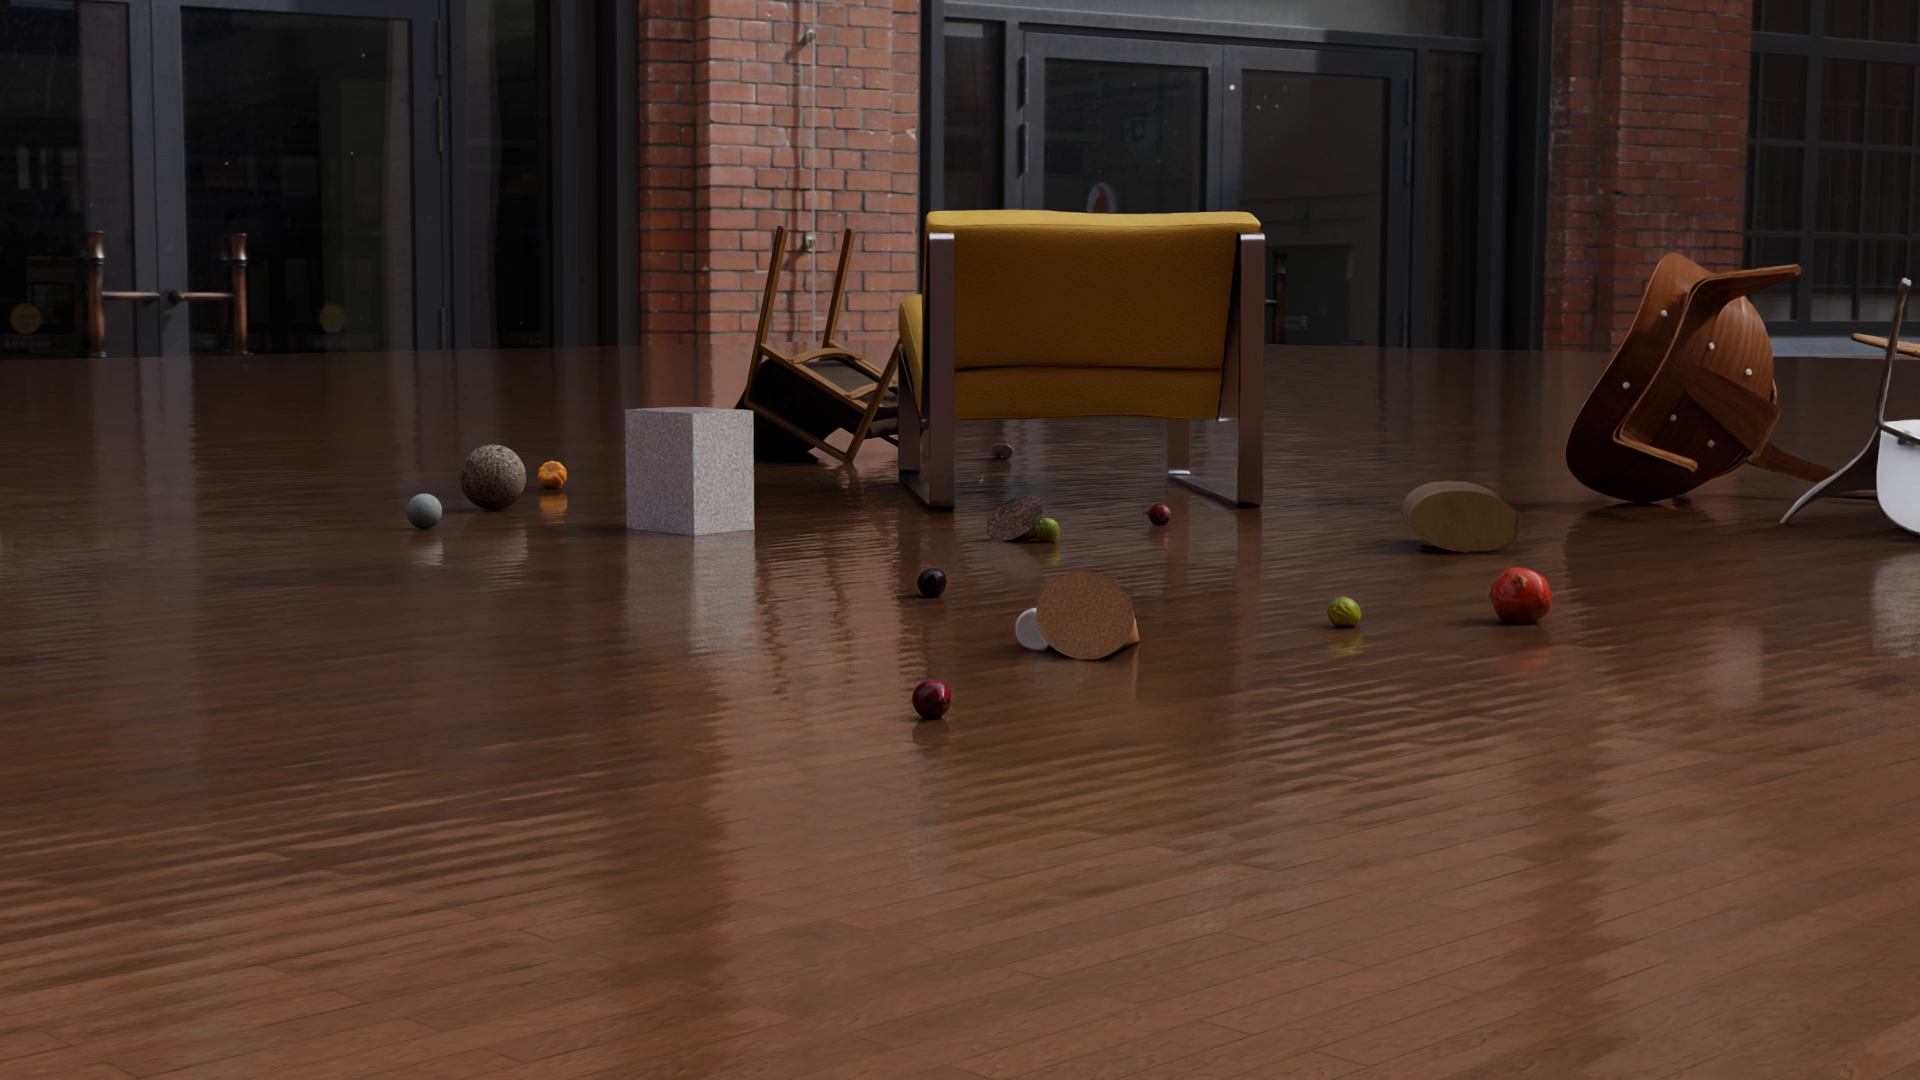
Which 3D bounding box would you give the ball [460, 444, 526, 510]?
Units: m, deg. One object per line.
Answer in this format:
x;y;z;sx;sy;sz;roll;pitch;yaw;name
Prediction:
-1.316;-0.177;7.229;0.185;0.185;0.185;0;6;0;ball

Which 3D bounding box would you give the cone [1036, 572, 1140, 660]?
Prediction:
0.270;0.157;4.534;0.190;0.151;0.242;15;-5;30;cone

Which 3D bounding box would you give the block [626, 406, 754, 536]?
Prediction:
-0.703;-0.183;6.674;0.275;0.311;0.202;6;8;44;block

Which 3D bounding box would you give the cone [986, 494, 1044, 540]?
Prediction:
0.172;-0.033;6.452;0.167;0.104;0.156;-29;-28;16;cone

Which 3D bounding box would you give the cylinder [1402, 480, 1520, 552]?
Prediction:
1.220;-0.059;6.259;0.259;0.148;0.311;5;6;6;cylinder

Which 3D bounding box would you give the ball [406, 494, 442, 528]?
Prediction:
-1.398;-0.075;6.692;0.092;0.092;0.092;0;6;0;ball
